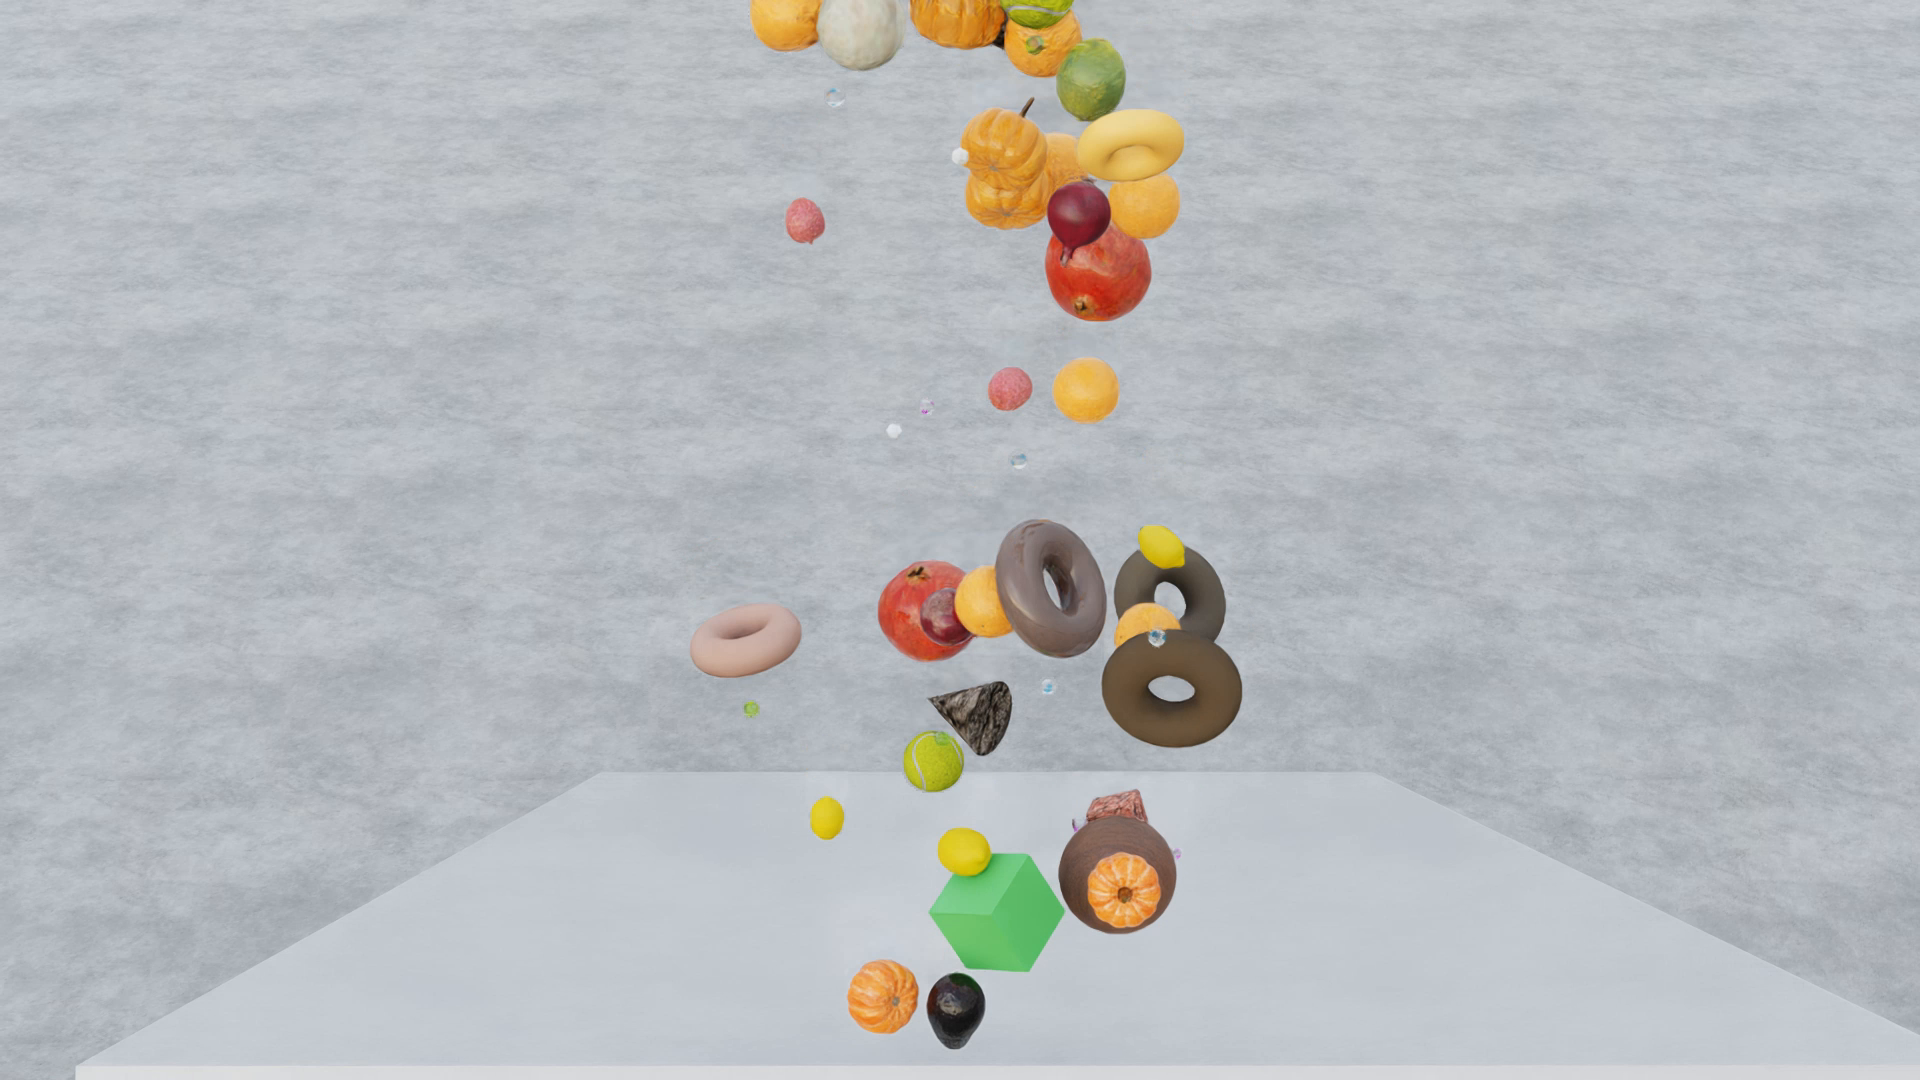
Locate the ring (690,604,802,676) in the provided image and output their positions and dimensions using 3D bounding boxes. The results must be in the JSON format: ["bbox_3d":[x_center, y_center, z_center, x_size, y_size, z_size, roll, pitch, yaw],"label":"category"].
[{"bbox_3d":[-0.228,0.107,2.763,0.122,0.041,0.122,-11,23,5],"label":"ring"}]

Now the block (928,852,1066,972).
[{"bbox_3d":[0.040,0.393,2.740,0.087,0.087,0.087,-5,37,41],"label":"block"}]

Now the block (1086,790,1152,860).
[{"bbox_3d":[0.179,0.320,2.923,0.054,0.054,0.054,-15,10,15],"label":"block"}]

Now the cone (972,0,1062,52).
[{"bbox_3d":[0.064,-0.535,2.554,0.090,0.090,0.090,6,23,10],"label":"cone"}]

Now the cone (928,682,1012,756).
[{"bbox_3d":[-0.001,0.181,2.780,0.083,0.083,0.083,15,35,31],"label":"cone"}]

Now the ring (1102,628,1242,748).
[{"bbox_3d":[0.222,0.156,2.716,0.148,0.148,0.049,5,38,8],"label":"ring"}]

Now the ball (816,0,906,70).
[{"bbox_3d":[-0.084,-0.438,2.209,0.076,0.076,0.076,0,32,0],"label":"ball"}]

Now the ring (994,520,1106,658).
[{"bbox_3d":[0.089,0.047,2.521,0.047,0.141,0.141,-23,15,38],"label":"ring"}]

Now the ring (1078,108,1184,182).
[{"bbox_3d":[0.144,-0.332,2.180,0.092,0.092,0.031,-4,69,-7],"label":"ring"}]

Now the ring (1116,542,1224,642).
[{"bbox_3d":[0.234,0.068,2.883,0.135,0.135,0.045,-20,-7,-28],"label":"ring"}]

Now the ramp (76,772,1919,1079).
[{"bbox_3d":[0.071,0.627,4.718,2.000,0.100,4.000,0,-1,0],"label":"ramp"}]
